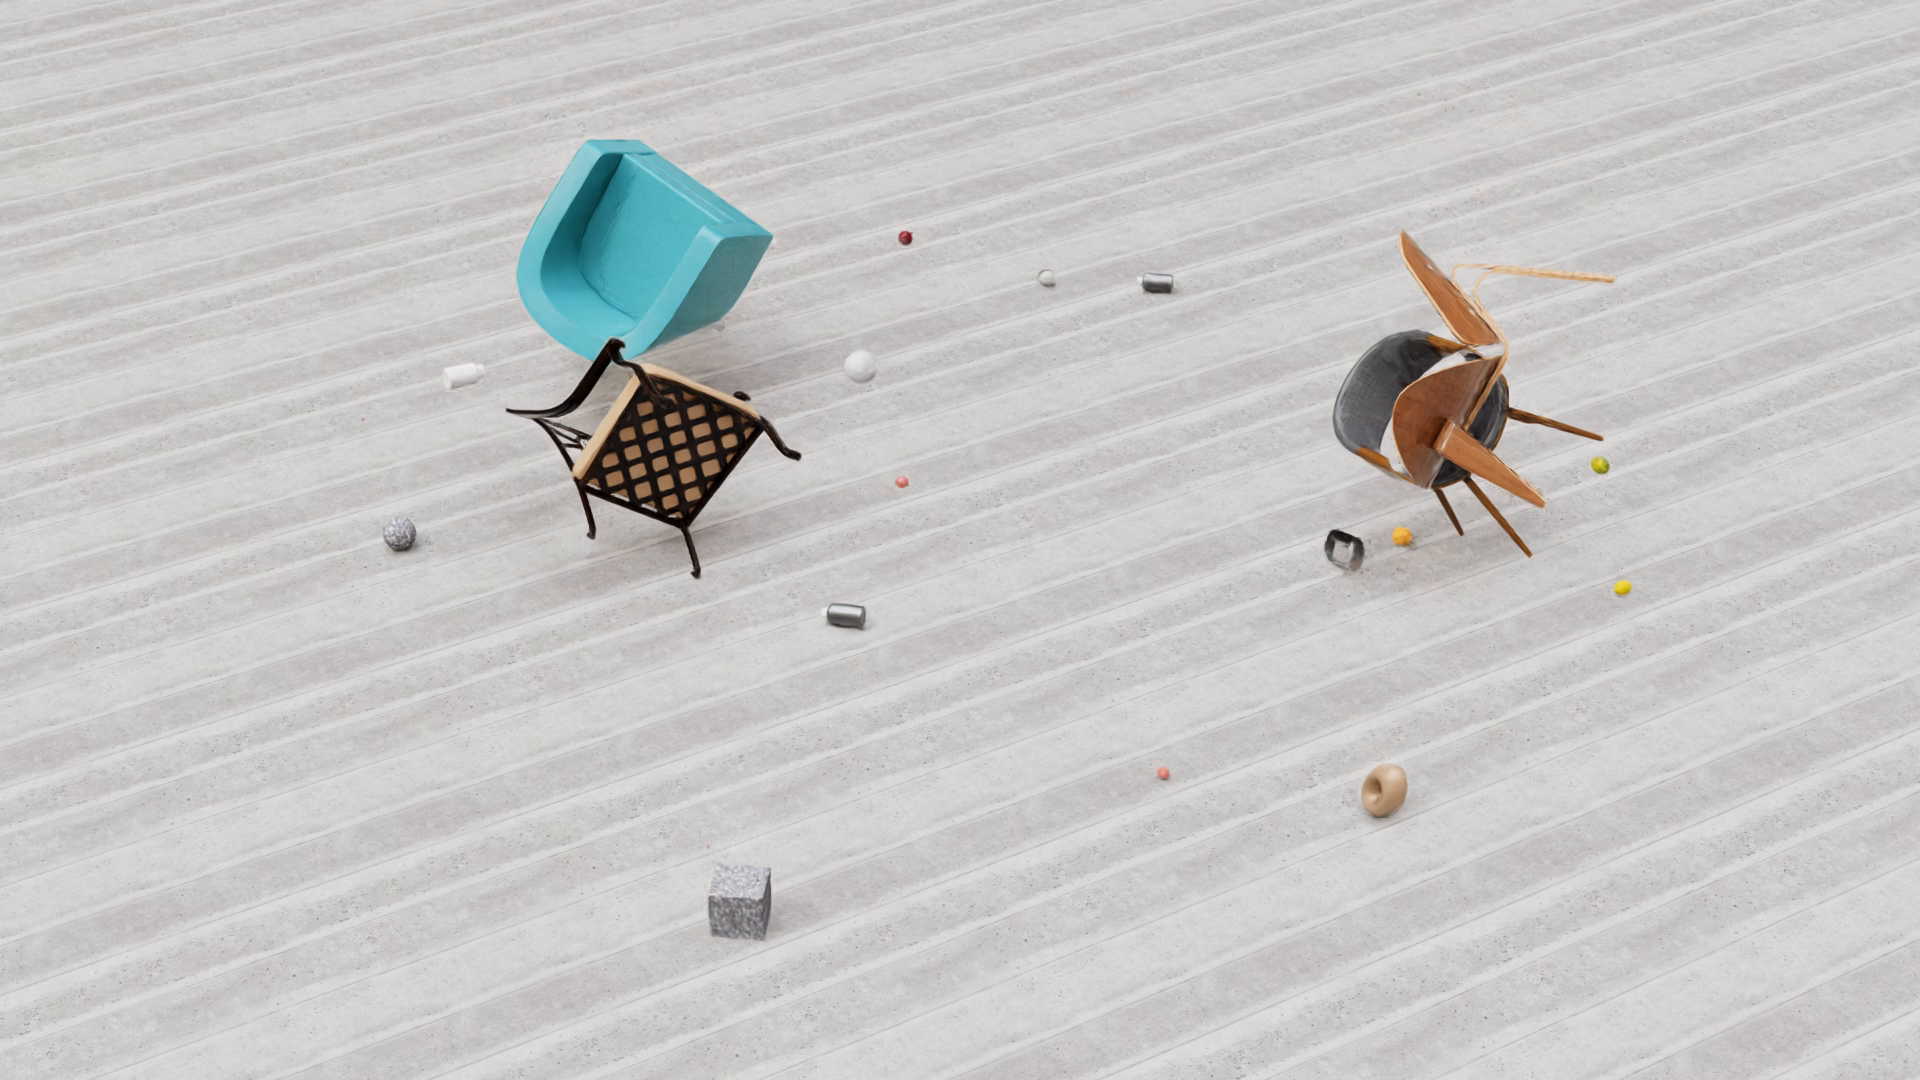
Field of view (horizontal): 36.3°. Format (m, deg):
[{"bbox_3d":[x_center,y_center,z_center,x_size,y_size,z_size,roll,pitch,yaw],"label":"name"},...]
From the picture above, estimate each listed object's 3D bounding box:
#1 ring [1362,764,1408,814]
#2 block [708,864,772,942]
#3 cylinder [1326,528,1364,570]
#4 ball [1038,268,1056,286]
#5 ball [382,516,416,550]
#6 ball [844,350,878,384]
[{"bbox_3d":[1.377,0.809,9.514,0.086,0.260,0.151,-9,67,-18],"label":"ring"},{"bbox_3d":[-0.680,1.124,9.085,0.167,0.170,0.151,3,34,5],"label":"block"},{"bbox_3d":[1.412,0.035,10.758,0.089,0.134,0.110,-29,36,-32],"label":"cylinder"},{"bbox_3d":[0.371,-1.127,12.587,0.074,0.074,0.074,0,33,0],"label":"ball"},{"bbox_3d":[-2.079,-0.026,10.872,0.123,0.123,0.123,0,33,0],"label":"ball"},{"bbox_3d":[-0.363,-0.638,10.799,0.124,0.124,0.124,0,33,0],"label":"ball"}]
